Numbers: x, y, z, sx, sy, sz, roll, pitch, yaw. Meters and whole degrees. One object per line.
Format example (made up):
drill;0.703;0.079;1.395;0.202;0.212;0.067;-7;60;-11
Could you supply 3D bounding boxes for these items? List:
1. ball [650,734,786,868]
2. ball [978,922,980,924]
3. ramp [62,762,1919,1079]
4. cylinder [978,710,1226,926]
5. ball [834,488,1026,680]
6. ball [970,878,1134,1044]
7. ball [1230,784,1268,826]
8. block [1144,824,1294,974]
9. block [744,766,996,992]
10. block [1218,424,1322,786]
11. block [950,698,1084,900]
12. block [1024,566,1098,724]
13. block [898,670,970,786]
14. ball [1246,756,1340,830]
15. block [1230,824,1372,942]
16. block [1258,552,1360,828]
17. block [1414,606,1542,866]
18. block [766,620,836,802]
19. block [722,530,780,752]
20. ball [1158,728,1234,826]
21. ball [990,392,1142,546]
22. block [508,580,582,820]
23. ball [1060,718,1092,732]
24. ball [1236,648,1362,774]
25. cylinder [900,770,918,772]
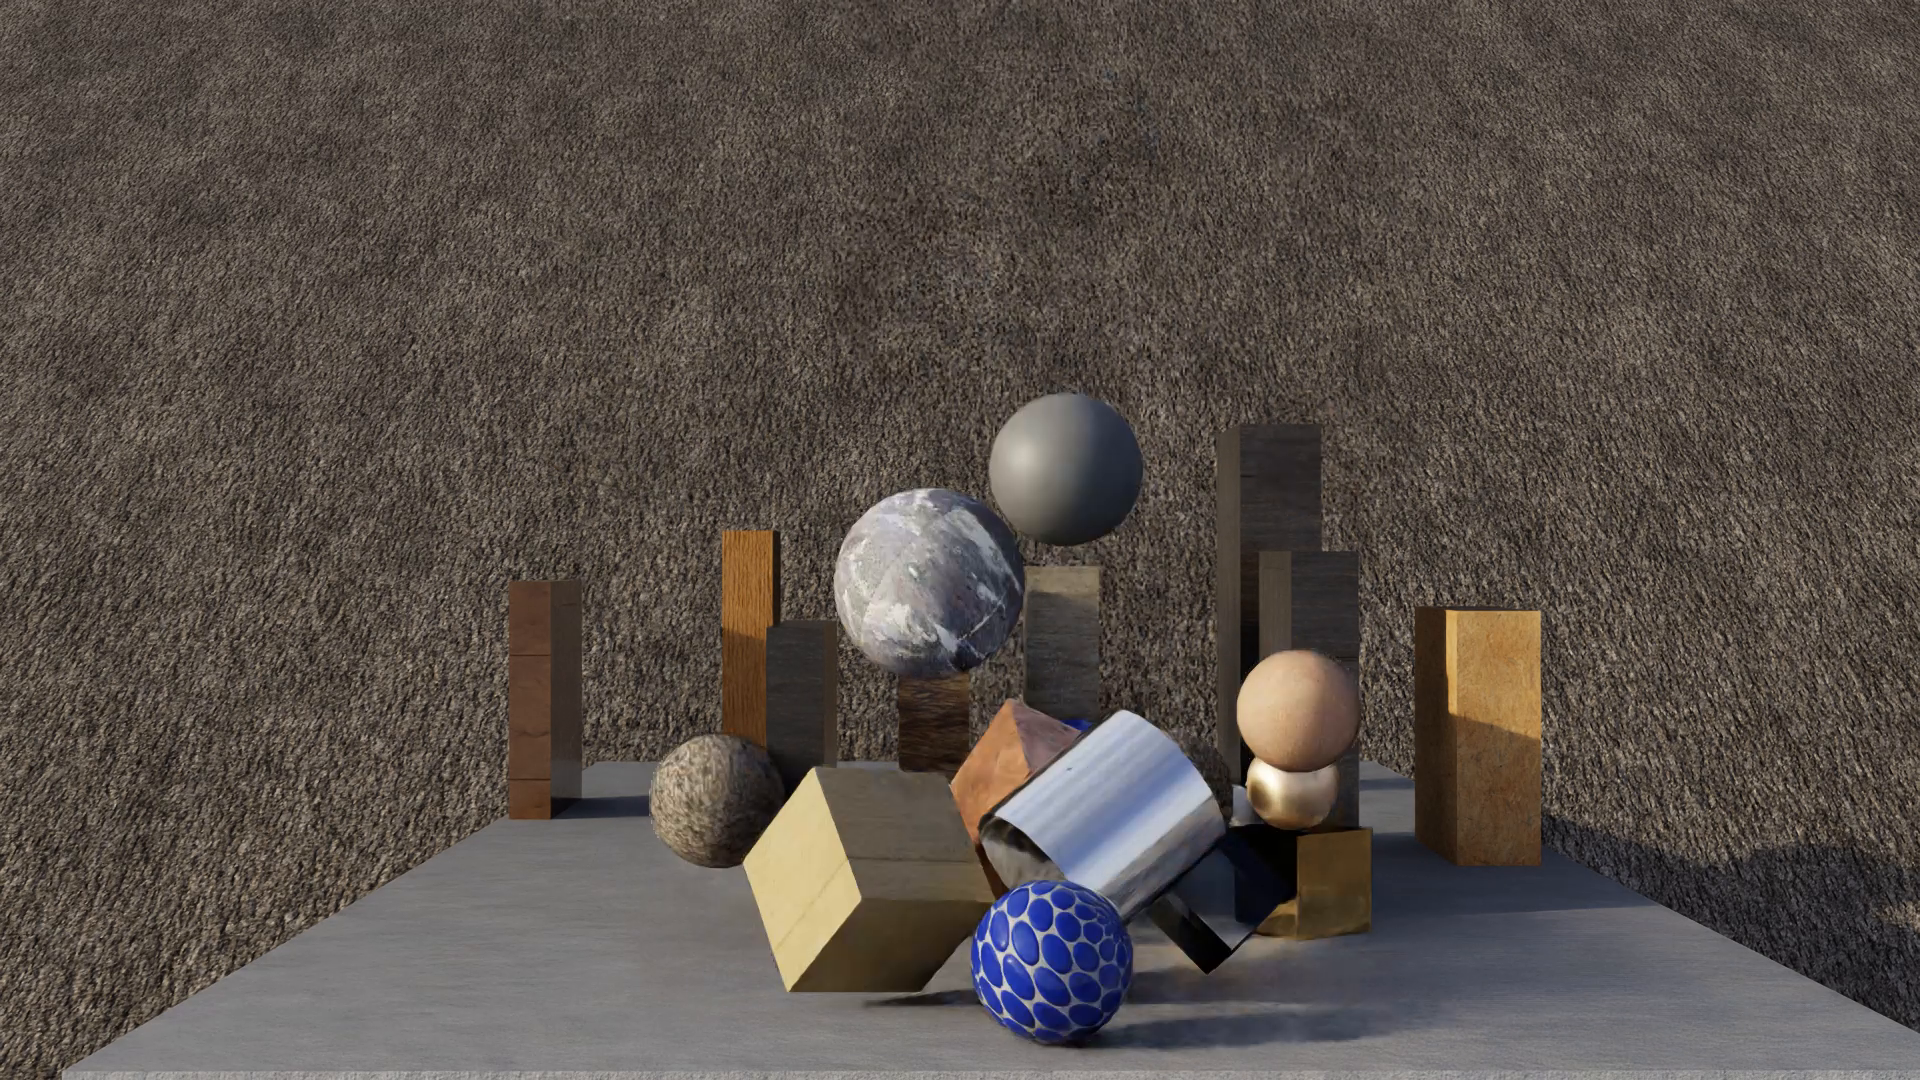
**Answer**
ball;-0.343;0.370;3.675;0.191;0.191;0.191;0;31;0
ball;0.077;0.497;3.527;0.115;0.115;0.115;0;31;0
ramp;0.069;0.610;4.681;2.000;0.100;4.000;0;0;0
cylinder;0.166;0.343;3.048;0.206;0.206;0.206;-37;44;-21
ball;-0.031;0.044;2.633;0.195;0.195;0.195;0;31;0
ball;0.100;0.461;2.835;0.179;0.179;0.179;0;31;0
ball;0.426;0.440;4.060;0.115;0.115;0.115;0;31;0
block;0.324;0.454;3.270;0.116;0.116;0.116;44;65;8
block;-0.111;0.407;3.092;0.189;0.189;0.189;7;44;-35
block;0.553;0.180;4.656;0.140;0.759;0.394;0;0;0
block;0.105;0.355;3.312;0.185;0.185;0.185;26;20;-19
block;0.172;0.302;4.453;0.117;0.513;0.295;0;0;0
block;-0.040;0.302;4.195;0.110;0.512;0.351;0;0;0
ball;0.468;0.343;3.640;0.131;0.131;0.131;0;31;0
block;0.480;0.482;3.677;0.146;0.146;0.146;0;0;-38
block;0.533;0.287;3.984;0.099;0.539;0.408;0;0;0
block;0.924;0.341;4.645;0.144;0.437;0.409;0;0;0
block;-0.239;0.342;3.953;0.083;0.429;0.410;0;0;0
block;-0.444;0.273;5.534;0.105;0.584;0.240;0;0;0
ball;0.299;0.383;3.816;0.209;0.209;0.209;0;31;0
ball;0.103;-0.068;2.512;0.149;0.149;0.149;0;31;0
block;-0.868;0.325;5.438;0.084;0.479;0.433;0;0;0
ball;0.184;0.358;4.238;0.134;0.134;0.134;0;31;0
ball;0.387;0.195;2.956;0.142;0.142;0.142;0;31;0
cylinder;-0.083;0.455;3.919;0.196;0.196;0.196;0;1;0
